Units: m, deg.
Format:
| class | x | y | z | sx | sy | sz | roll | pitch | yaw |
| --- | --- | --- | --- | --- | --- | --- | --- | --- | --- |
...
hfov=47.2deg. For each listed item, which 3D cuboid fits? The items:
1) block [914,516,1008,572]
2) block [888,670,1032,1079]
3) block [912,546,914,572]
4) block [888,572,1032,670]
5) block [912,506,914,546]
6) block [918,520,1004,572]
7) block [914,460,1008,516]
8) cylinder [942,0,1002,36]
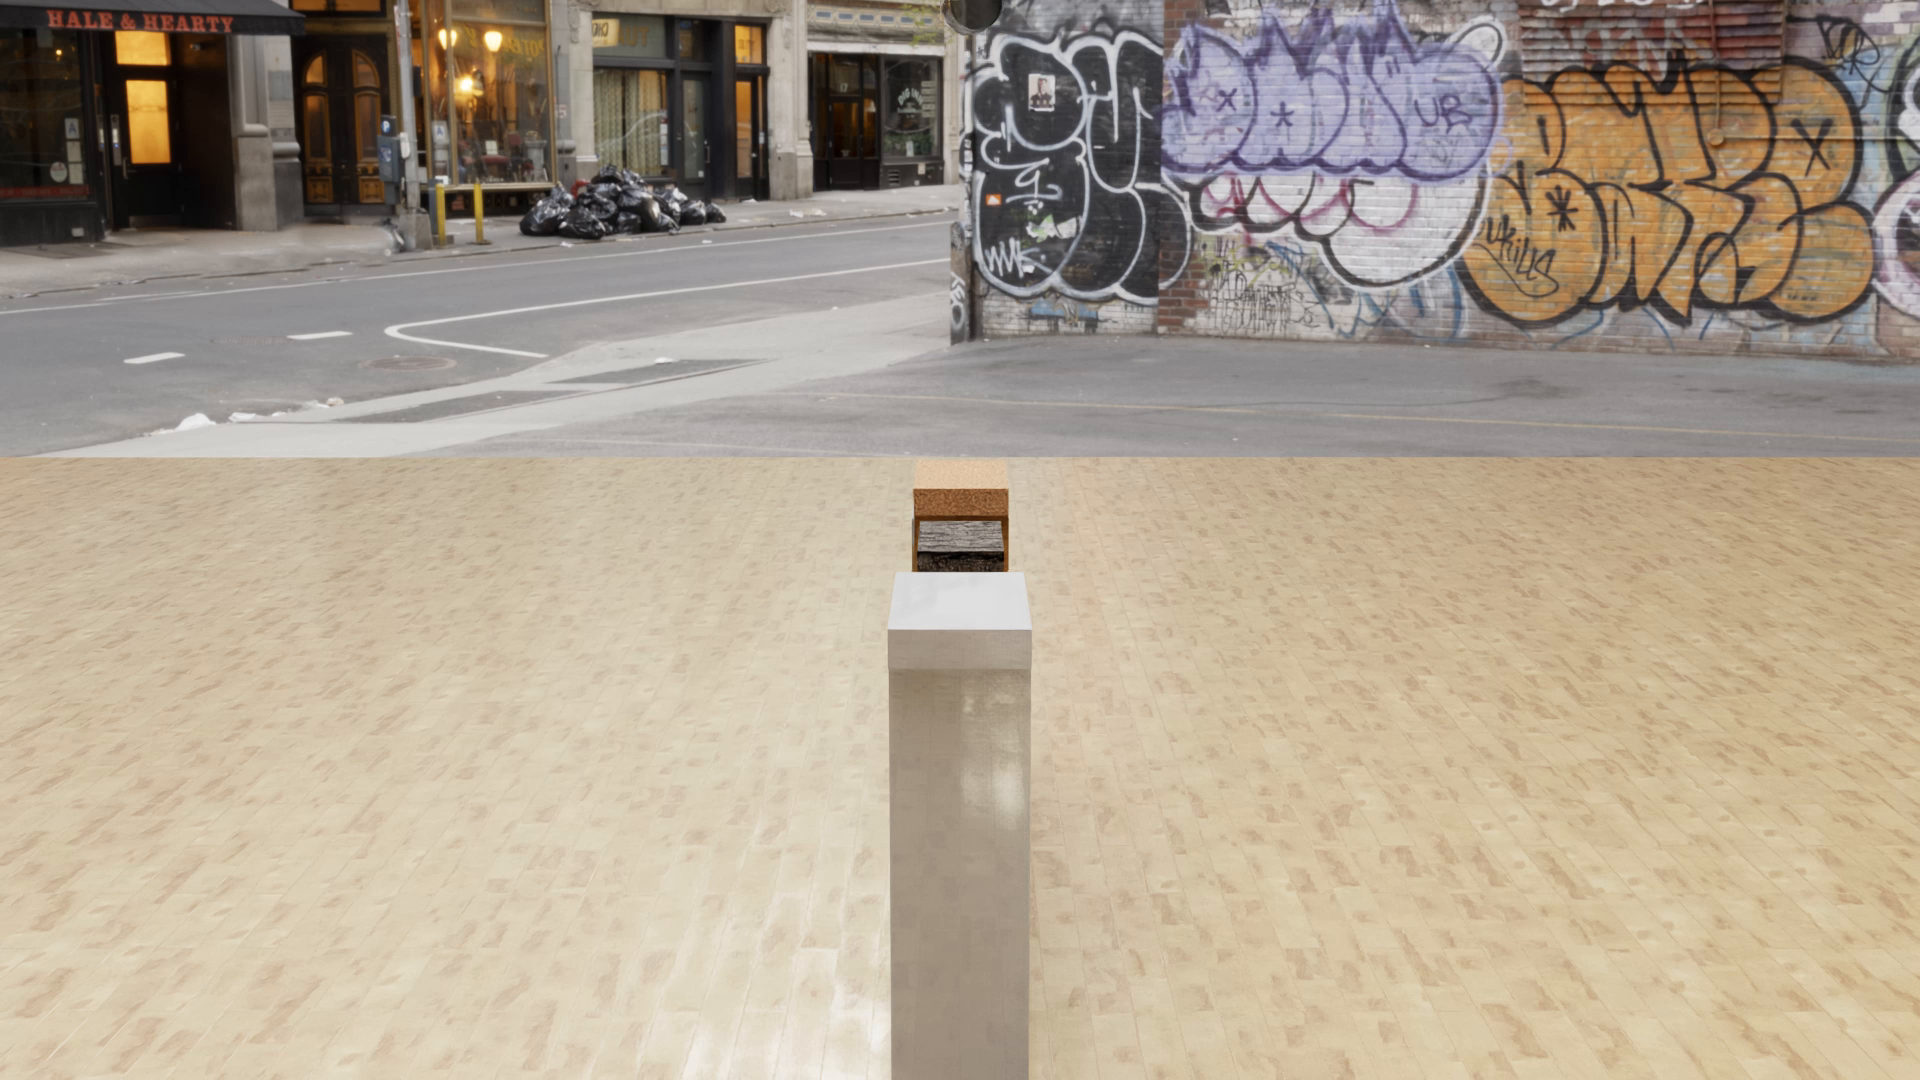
| class | x | y | z | sx | sy | sz | roll | pitch | yaw |
| --- | --- | --- | --- | --- | --- | --- | --- | --- | --- |
| block | 0.003 | 0.108 | 3.822 | 0.162 | 0.324 | 0.046 | 0 | 11 | 0 |
| block | 0.000 | 0.443 | 2.821 | 0.178 | 0.599 | 0.050 | 0 | 11 | 0 |
| block | -0.001 | 0.172 | 4.176 | 0.176 | 0.353 | 0.050 | 0 | 11 | 0 |
| block | 0.000 | 0.102 | 2.878 | 0.178 | 0.050 | 0.355 | 0 | 11 | 0 |
| block | -0.002 | -0.047 | 4.254 | 0.176 | 0.050 | 0.353 | 0 | 11 | 0 |
| block | 0.001 | 0.011 | 3.483 | 0.132 | 0.037 | 0.265 | 0 | 11 | 0 |
| block | 0.002 | -0.094 | 3.894 | 0.162 | 0.046 | 0.324 | 0 | 11 | 0 |
| cylinder | 0.035 | -1.520 | 6.258 | 0.150 | 0.150 | 0.150 | -1 | 7 | -8 |
